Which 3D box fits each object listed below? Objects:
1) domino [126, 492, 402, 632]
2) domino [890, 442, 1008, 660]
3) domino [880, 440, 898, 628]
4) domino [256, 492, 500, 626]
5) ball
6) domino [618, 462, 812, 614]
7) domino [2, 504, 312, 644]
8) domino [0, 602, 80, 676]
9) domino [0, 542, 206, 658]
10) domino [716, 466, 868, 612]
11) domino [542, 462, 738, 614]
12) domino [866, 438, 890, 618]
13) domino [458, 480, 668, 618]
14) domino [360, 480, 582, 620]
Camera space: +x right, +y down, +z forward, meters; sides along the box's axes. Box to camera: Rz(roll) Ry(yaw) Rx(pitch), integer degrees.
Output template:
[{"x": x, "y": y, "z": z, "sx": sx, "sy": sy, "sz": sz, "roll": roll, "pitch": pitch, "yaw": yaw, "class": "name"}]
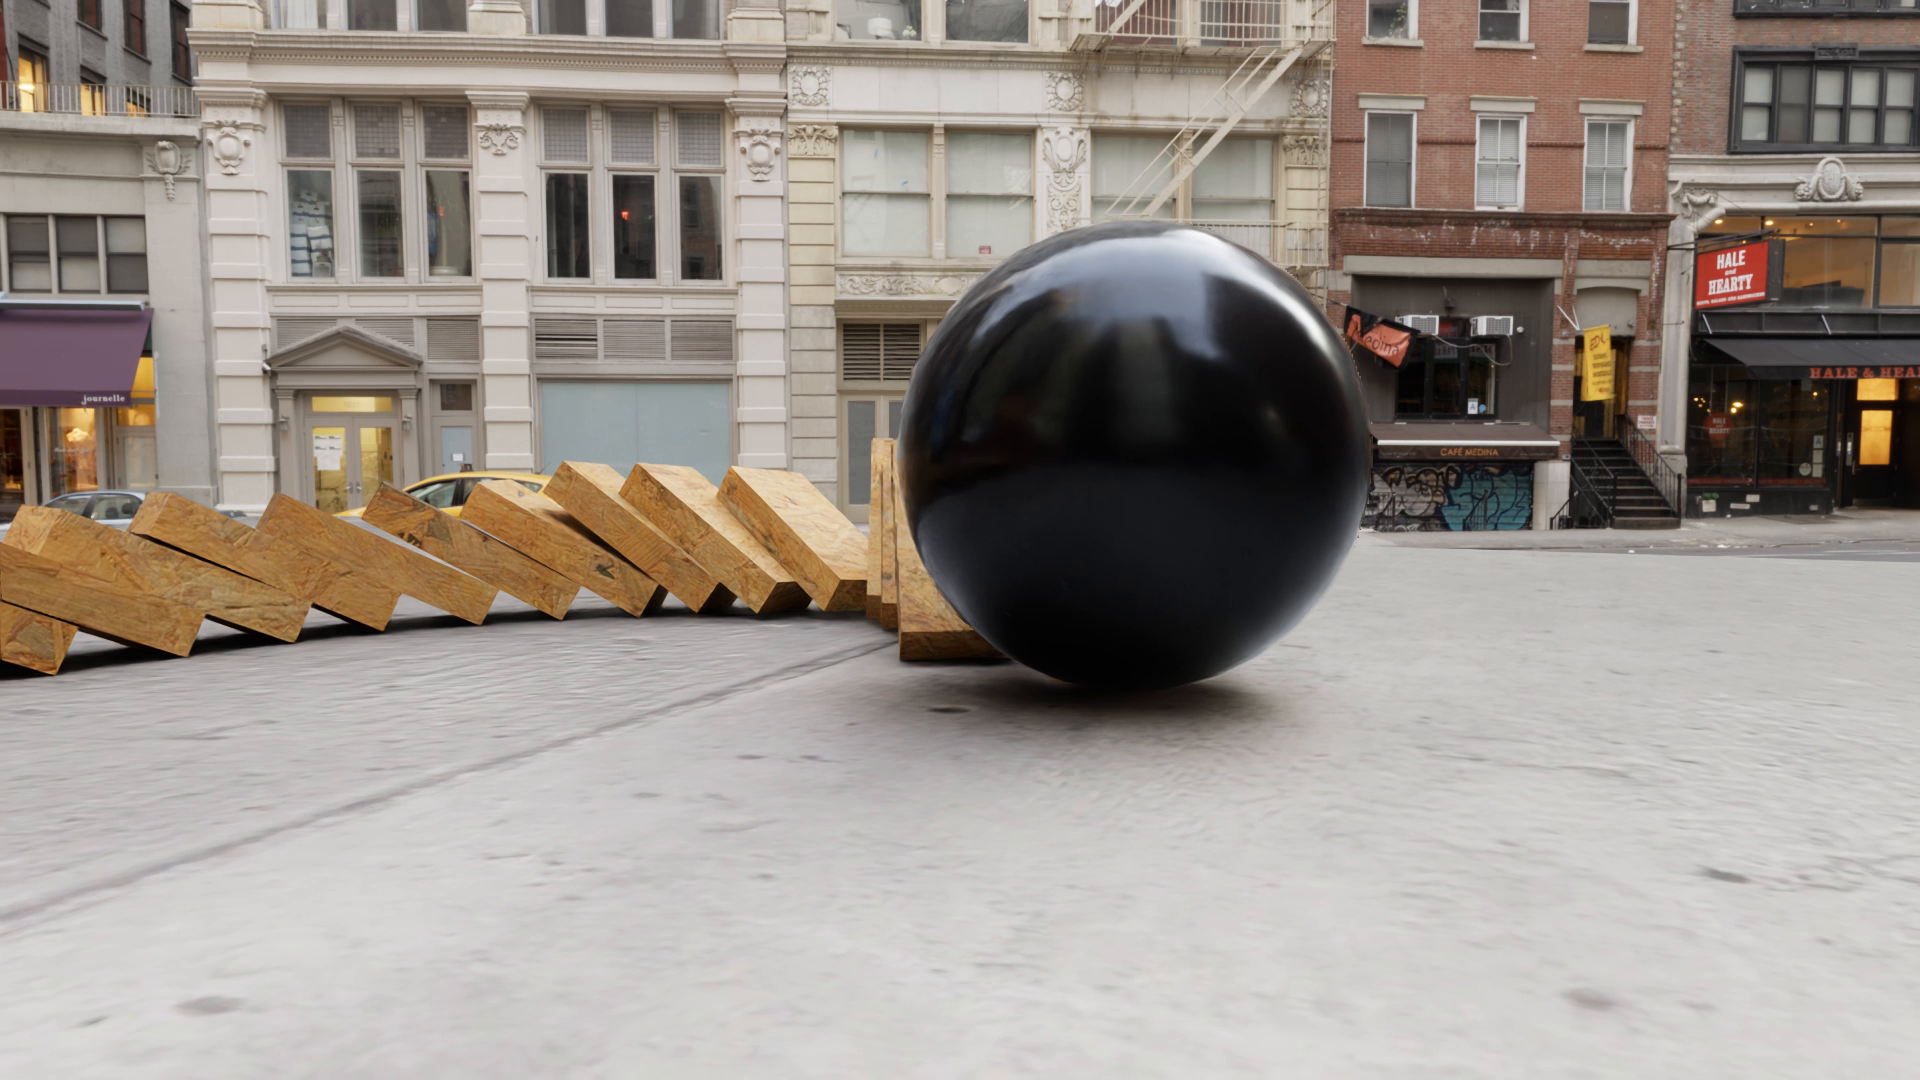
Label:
[{"x": -0.152, "y": 0.005, "z": 0.282, "sx": 0.050, "sy": 0.009, "sz": 0.025, "roll": 33, "pitch": -20, "yaw": -38, "class": "domino"}, {"x": -0.001, "y": 0.001, "z": 0.267, "sx": 0.025, "sy": 0.050, "sz": 0.009, "roll": 0, "pitch": -39, "yaw": -6, "class": "domino"}, {"x": -0.006, "y": -0.002, "z": 0.306, "sx": 0.025, "sy": 0.050, "sz": 0.009, "roll": 1, "pitch": -39, "yaw": -5, "class": "domino"}, {"x": -0.136, "y": 0.004, "z": 0.299, "sx": 0.050, "sy": 0.009, "sz": 0.025, "roll": 30, "pitch": -12, "yaw": -30, "class": "domino"}, {"x": 0.029, "y": -0.014, "z": 0.221, "sx": 0.080, "sy": 0.080, "sz": 0.080, "roll": 0, "pitch": 4, "yaw": 0, "class": "ball"}, {"x": -0.060, "y": -0.001, "z": 0.328, "sx": 0.050, "sy": 0.009, "sz": 0.025, "roll": 38, "pitch": 14, "yaw": 17, "class": "domino"}, {"x": -0.165, "y": 0.008, "z": 0.265, "sx": 0.025, "sy": 0.009, "sz": 0.050, "roll": 4, "pitch": -20, "yaw": 40, "class": "domino"}, {"x": -0.188, "y": 0.010, "z": 0.225, "sx": 0.025, "sy": 0.009, "sz": 0.050, "roll": 3, "pitch": -21, "yaw": 34, "class": "domino"}, {"x": -0.176, "y": 0.009, "z": 0.245, "sx": 0.025, "sy": 0.009, "sz": 0.050, "roll": 3, "pitch": -20, "yaw": 34, "class": "domino"}, {"x": -0.038, "y": -0.001, "z": 0.330, "sx": 0.025, "sy": 0.010, "sz": 0.050, "roll": 3, "pitch": 33, "yaw": -51, "class": "domino"}, {"x": -0.079, "y": -0.001, "z": 0.328, "sx": 0.050, "sy": 0.009, "sz": 0.025, "roll": 37, "pitch": 7, "yaw": 7, "class": "domino"}, {"x": -0.010, "y": -0.003, "z": 0.319, "sx": 0.025, "sy": 0.050, "sz": 0.009, "roll": 2, "pitch": -39, "yaw": -4, "class": "domino"}, {"x": -0.098, "y": 0.002, "z": 0.325, "sx": 0.050, "sy": 0.010, "sz": 0.025, "roll": 30, "pitch": 3, "yaw": -3, "class": "domino"}, {"x": -0.118, "y": 0.002, "z": 0.311, "sx": 0.050, "sy": 0.009, "sz": 0.025, "roll": 31, "pitch": -9, "yaw": -23, "class": "domino"}]
